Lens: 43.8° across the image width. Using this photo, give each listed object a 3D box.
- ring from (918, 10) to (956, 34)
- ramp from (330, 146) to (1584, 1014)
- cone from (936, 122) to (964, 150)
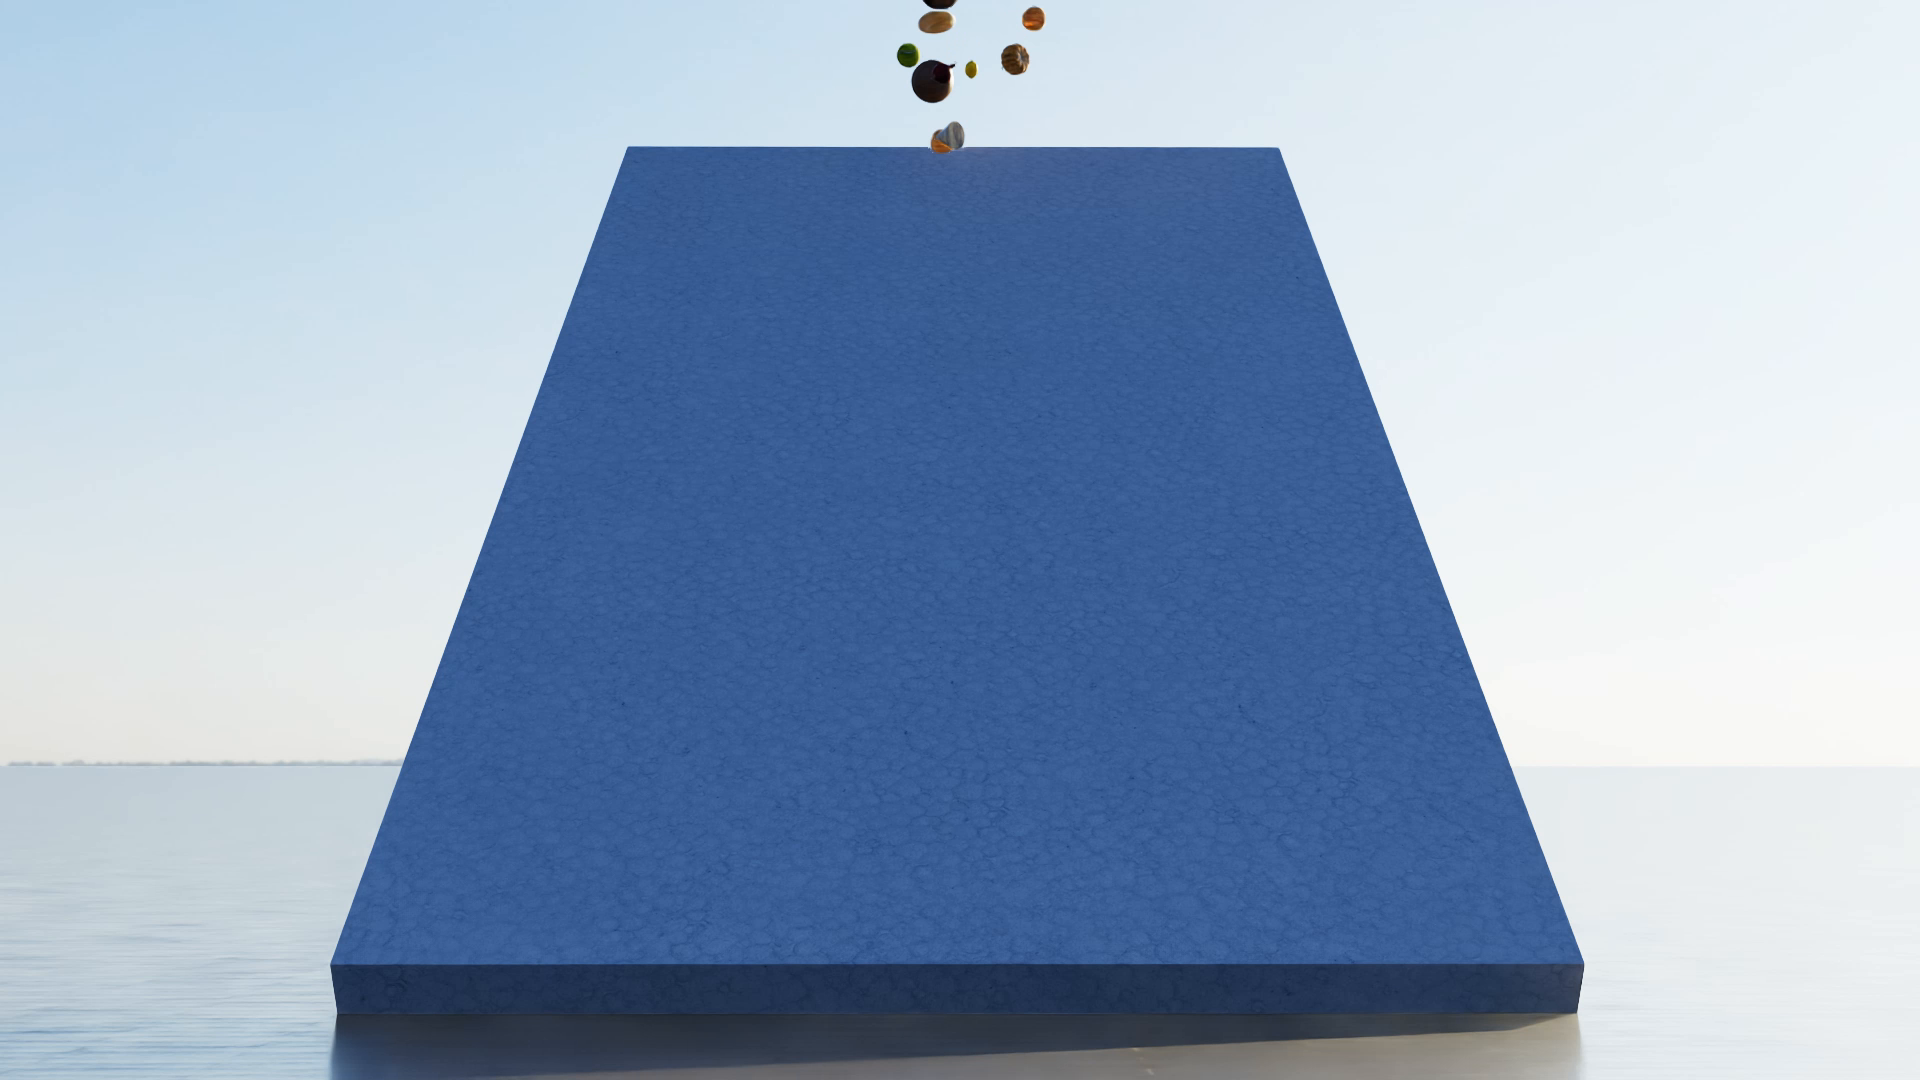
[{"bbox_3d":[-0.071,-1.579,7.284,0.117,0.039,0.117,-9,-10,-2],"label":"ring"},{"bbox_3d":[-0.011,-0.222,5.591,2.000,0.100,4.000,0,28,0],"label":"ramp"},{"bbox_3d":[-0.045,-1.214,7.182,0.085,0.085,0.085,3,-2,41],"label":"cone"}]
